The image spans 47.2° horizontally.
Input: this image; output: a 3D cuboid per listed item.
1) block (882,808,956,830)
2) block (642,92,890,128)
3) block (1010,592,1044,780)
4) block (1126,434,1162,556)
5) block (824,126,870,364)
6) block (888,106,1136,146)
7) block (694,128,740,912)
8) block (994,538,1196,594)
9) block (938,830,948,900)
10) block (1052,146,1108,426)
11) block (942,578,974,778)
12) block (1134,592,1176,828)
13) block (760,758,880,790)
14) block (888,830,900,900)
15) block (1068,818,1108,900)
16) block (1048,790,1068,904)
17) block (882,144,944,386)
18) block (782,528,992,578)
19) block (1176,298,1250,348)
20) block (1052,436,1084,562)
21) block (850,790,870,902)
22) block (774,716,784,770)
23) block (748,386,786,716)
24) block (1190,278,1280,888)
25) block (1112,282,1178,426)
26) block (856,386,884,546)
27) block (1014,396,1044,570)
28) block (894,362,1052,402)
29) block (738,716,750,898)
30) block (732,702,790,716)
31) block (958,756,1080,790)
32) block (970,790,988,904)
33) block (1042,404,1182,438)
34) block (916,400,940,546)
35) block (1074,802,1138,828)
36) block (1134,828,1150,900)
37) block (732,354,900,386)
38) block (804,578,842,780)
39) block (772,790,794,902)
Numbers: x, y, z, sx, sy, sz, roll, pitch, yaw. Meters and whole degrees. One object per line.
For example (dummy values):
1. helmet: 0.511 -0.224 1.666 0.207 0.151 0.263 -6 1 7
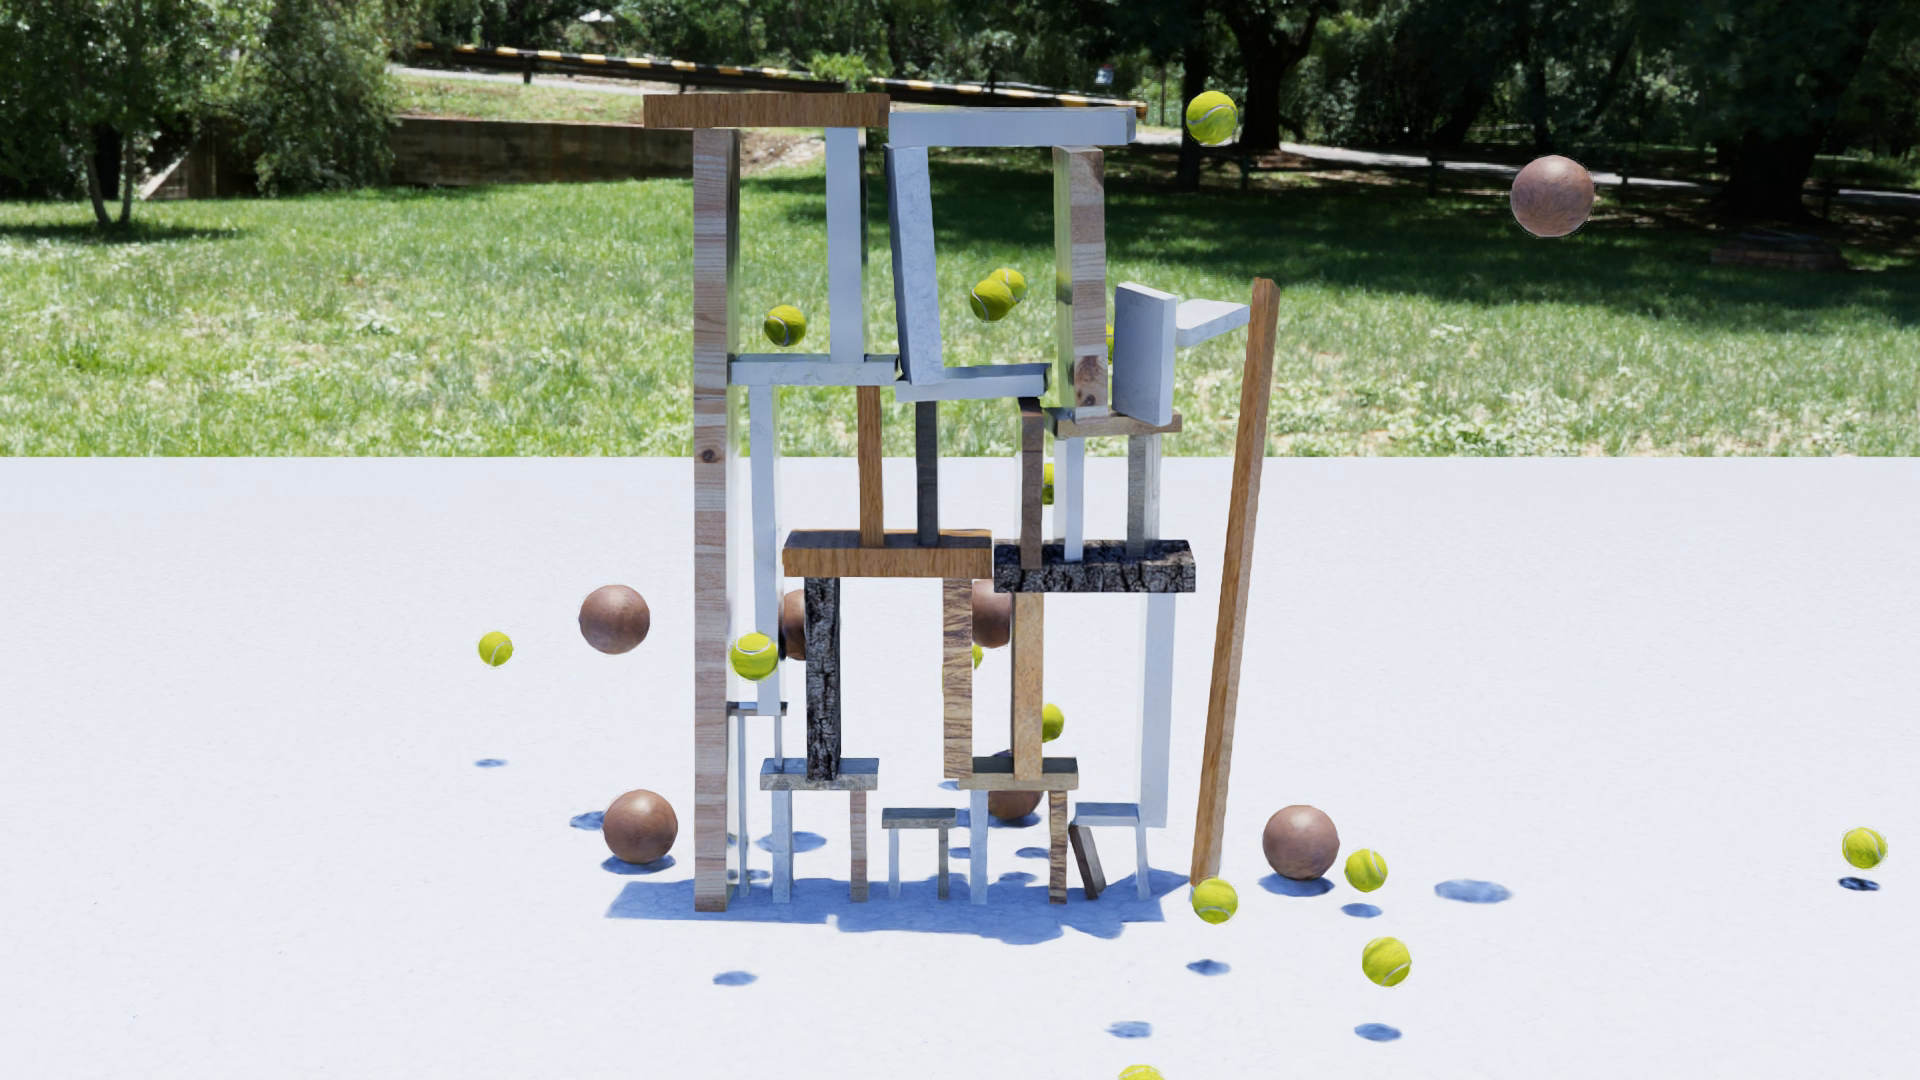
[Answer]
1. block: -0.068 0.461 3.645 0.122 0.017 0.061 0 11 0
2. block: -0.297 -0.670 3.431 0.360 0.051 0.180 0 11 4
3. block: 0.109 0.214 3.581 0.045 0.317 0.158 0 15 -1
4. block: 0.295 -0.084 3.518 0.029 0.202 0.101 5 16 19
5. block: -0.176 -0.466 3.462 0.051 0.360 0.180 0 11 1
6. block: 0.084 -0.636 3.379 0.359 0.051 0.180 1 13 8
7. block: -0.393 -0.028 3.556 0.051 1.255 0.180 1 11 1
8. block: 0.213 0.041 3.529 0.317 0.045 0.158 0 15 1
9. block: -0.027 0.530 3.657 0.017 0.122 0.061 0 11 0
10. block: 0.185 -0.398 3.387 0.051 0.413 0.180 -4 15 -5
11. block: -0.003 0.207 3.596 0.047 0.331 0.166 0 11 1
12. block: 0.316 0.254 3.583 0.045 0.395 0.158 1 15 1
13. block: -0.231 0.386 3.634 0.193 0.027 0.096 0 11 0
14. block: -0.109 0.530 3.657 0.017 0.122 0.061 0 11 0
15. block: 0.212 0.527 3.660 0.018 0.128 0.064 -15 5 20
16. block: 0.162 0.494 3.649 0.028 0.196 0.098 0 11 0
17. block: -0.073 -0.434 3.429 0.051 0.359 0.180 -6 14 -6
18. block: -0.114 0.021 3.561 0.331 0.047 0.166 0 11 1
19. block: 0.374 -0.351 3.548 0.102 0.029 0.203 11 22 33
20. block: 0.172 -0.076 3.489 0.029 0.202 0.101 -2 15 -8
21. block: -0.166 0.494 3.655 0.027 0.193 0.096 0 11 0
22. block: -0.298 0.328 3.623 0.013 0.091 0.045 1 11 0
23. block: -0.311 0.008 3.561 0.036 0.535 0.128 -1 11 0
24. block: 0.464 0.071 3.702 0.029 1.019 0.102 5 -4 18
25. block: 0.282 -0.286 3.380 0.029 0.203 0.102 -20 31 -38
26. block: -0.143 -0.128 3.528 0.036 0.257 0.128 -1 11 -1
27. block: 0.107 -0.093 3.440 0.033 0.250 0.117 -1 22 -3
28. block: 0.023 -0.249 3.474 0.234 0.033 0.117 -2 14 10
29. block: -0.359 0.436 3.644 0.013 0.311 0.045 0 11 0
30. block: -0.328 0.277 3.613 0.091 0.013 0.045 0 11 0
31. block: 0.096 0.384 3.626 0.196 0.028 0.098 0 11 0
32. block: 0.031 0.494 3.648 0.028 0.196 0.098 0 11 0
33. block: 0.238 -0.189 3.466 0.202 0.029 0.101 -3 15 -12
34. block: -0.051 -0.118 3.527 0.033 0.234 0.117 0 13 2
35. block: 0.254 0.454 3.636 0.128 0.018 0.064 1 14 1
36. block: 0.302 0.526 3.653 0.018 0.128 0.064 -3 14 3
37. block: -0.228 -0.272 3.504 0.256 0.036 0.128 0 11 2
38. block: -0.223 0.208 3.600 0.047 0.335 0.166 0 11 0
39. block: -0.295 0.494 3.655 0.027 0.193 0.096 0 11 0
